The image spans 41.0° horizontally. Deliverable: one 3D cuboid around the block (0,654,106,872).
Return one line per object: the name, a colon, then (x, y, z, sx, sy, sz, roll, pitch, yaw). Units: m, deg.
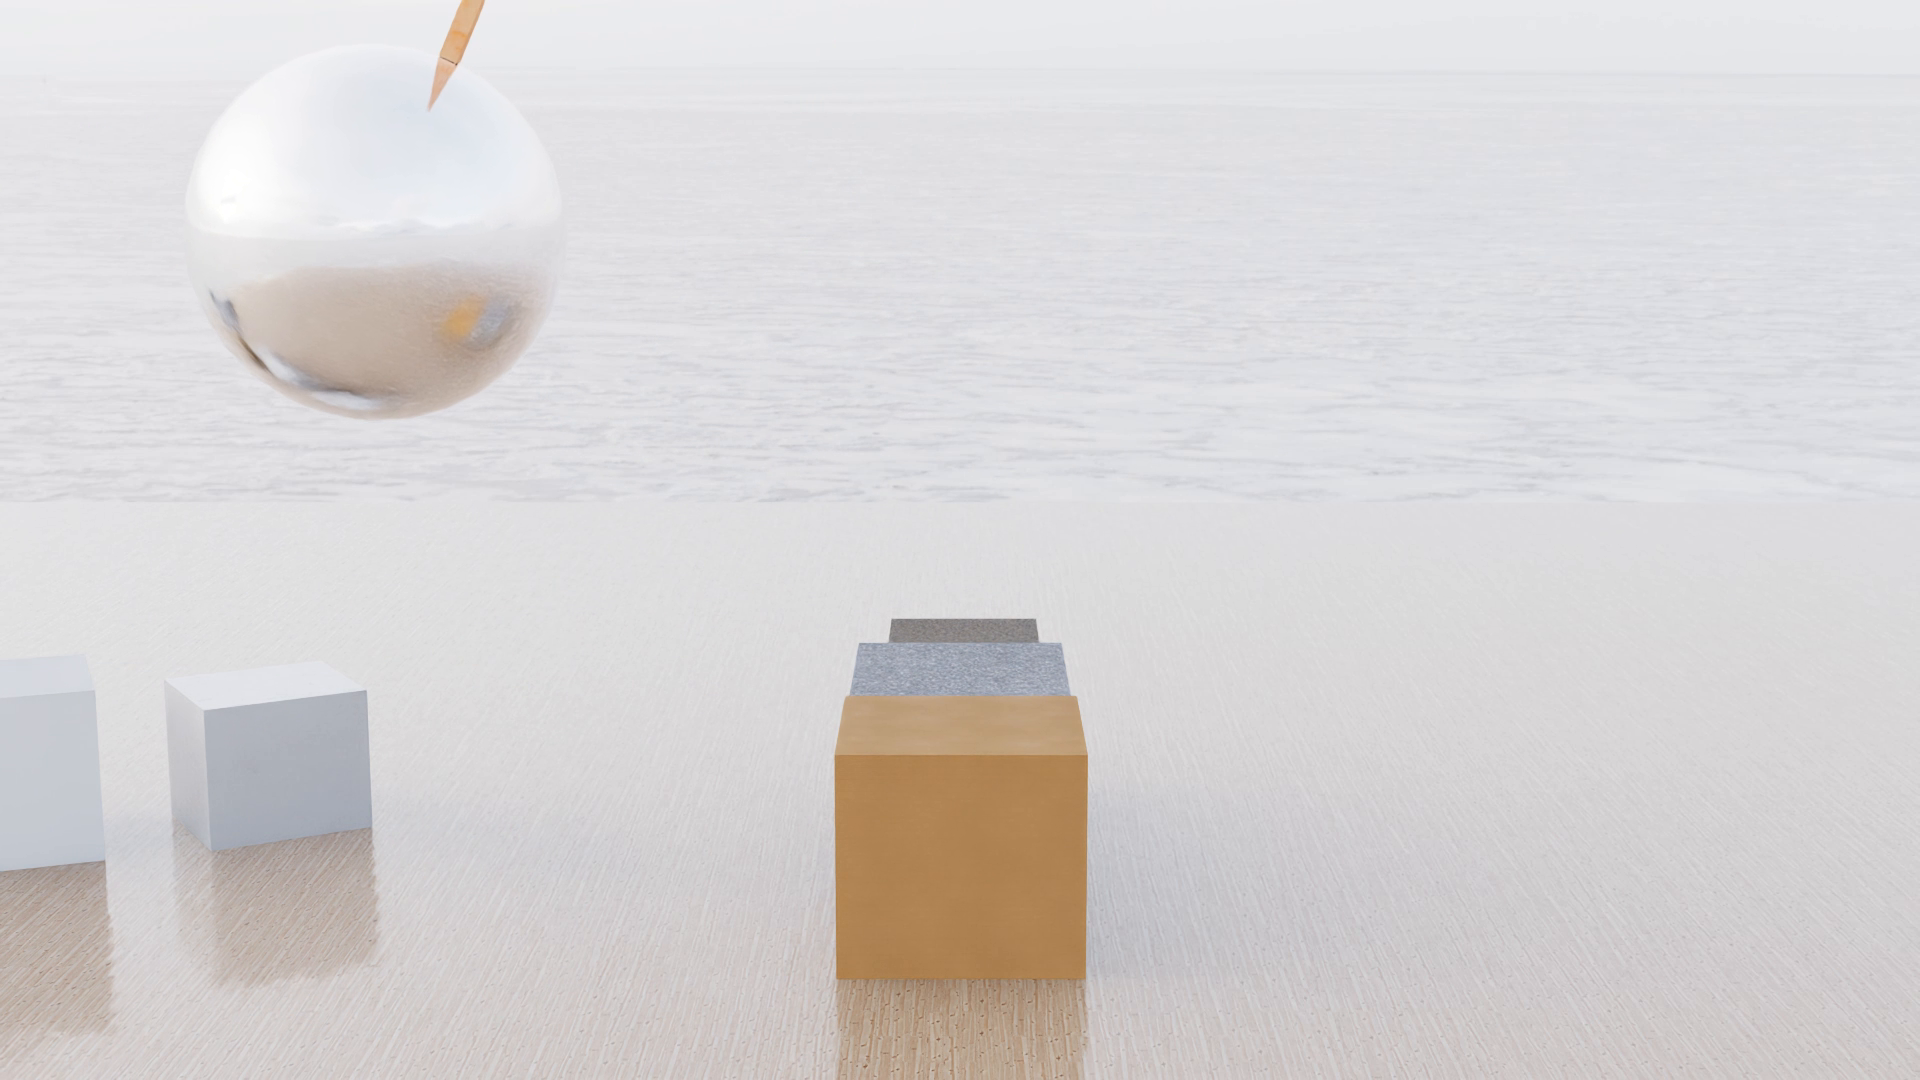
block: (-4.434, 1.024, 11.724, 0.912, 0.790, 0.788, -4, 11, -21)

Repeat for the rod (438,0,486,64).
rod: (-1.076, -4.353, 10.389, 0.080, 5.200, 0.080, 24, 9, -4)

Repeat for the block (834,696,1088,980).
block: (0.004, 1.192, 10.469, 0.981, 0.909, 0.959, 0, 10, 0)

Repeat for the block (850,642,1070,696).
block: (0.001, 1.014, 11.470, 0.940, 0.901, 1.052, 0, 10, 0)

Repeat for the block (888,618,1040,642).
block: (0.018, 0.875, 12.371, 0.714, 0.853, 0.754, 0, 10, 0)

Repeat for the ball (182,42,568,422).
ball: (-2.484, -1.308, 10.943, 1.600, 1.600, 1.600, 0, 10, 0)

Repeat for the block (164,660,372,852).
block: (-3.282, 1.008, 12.166, 0.759, 0.664, 0.711, -6, 12, -30)
